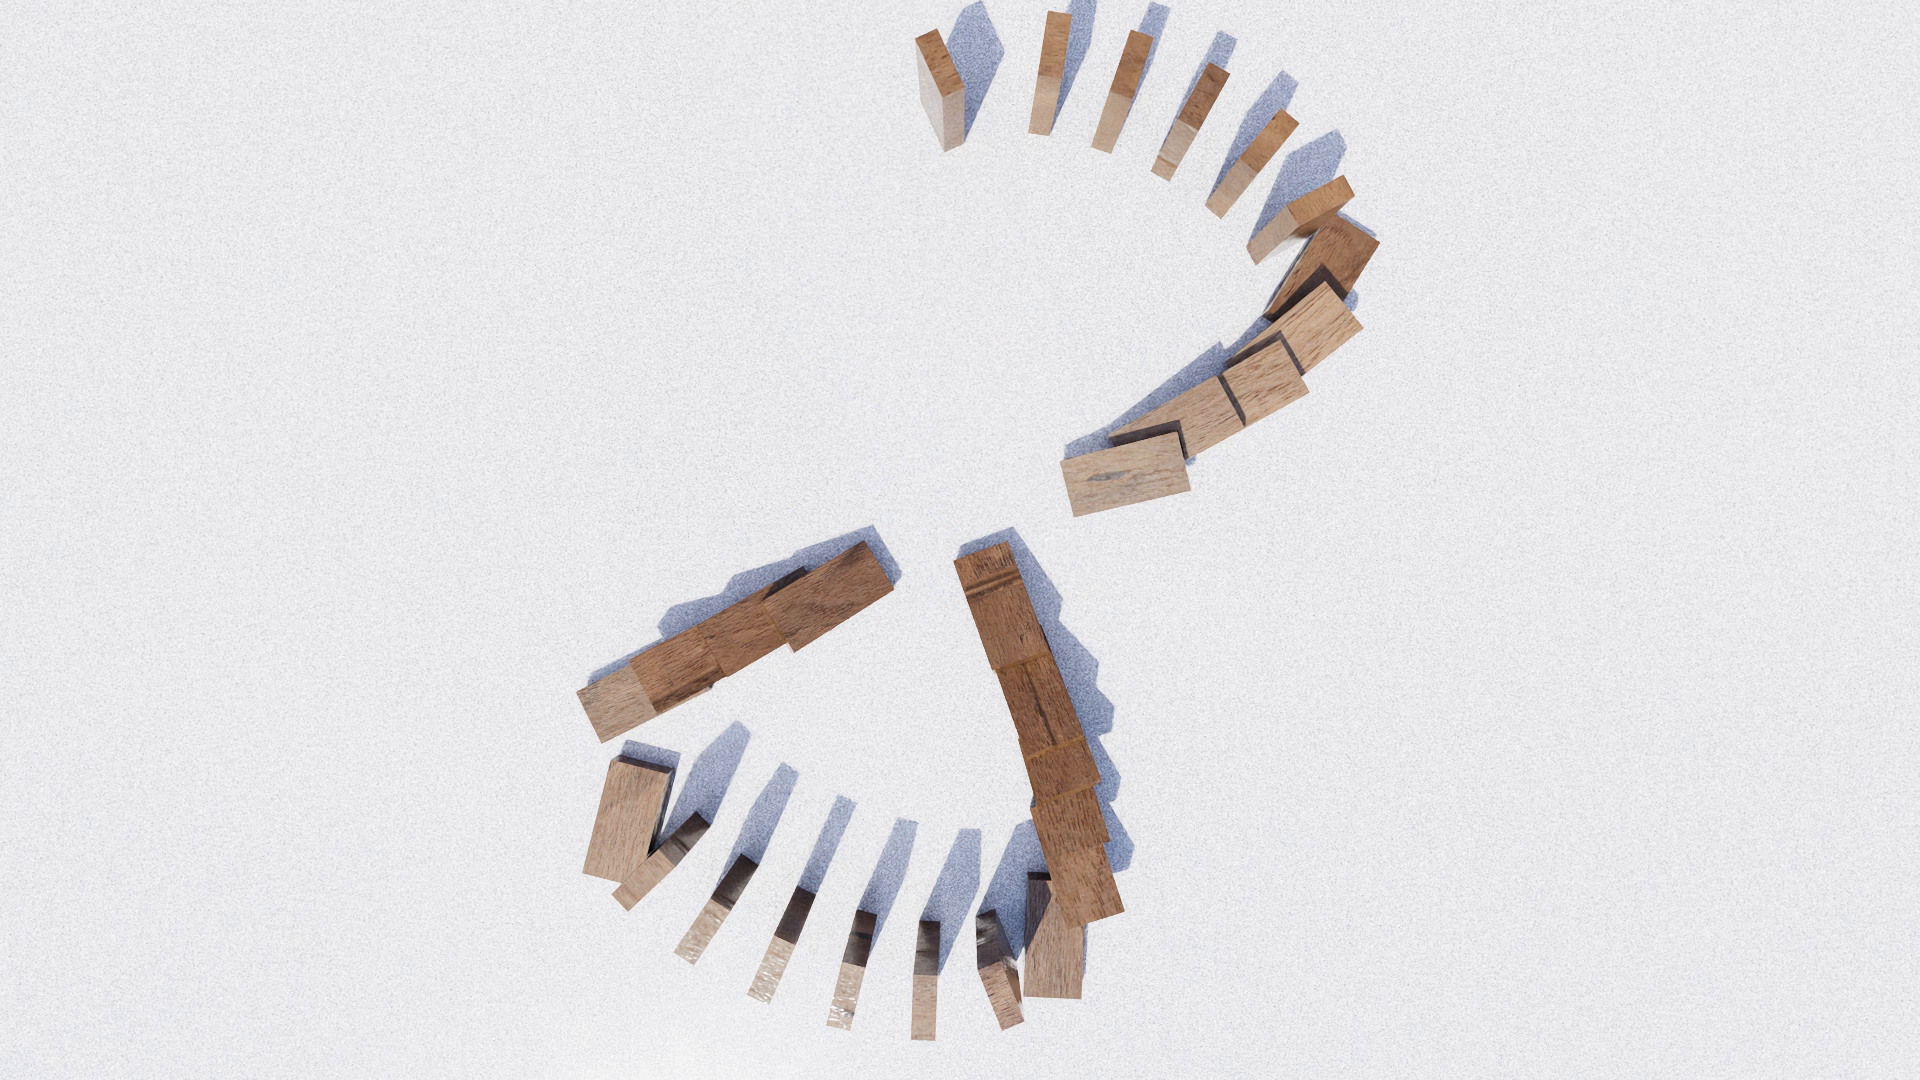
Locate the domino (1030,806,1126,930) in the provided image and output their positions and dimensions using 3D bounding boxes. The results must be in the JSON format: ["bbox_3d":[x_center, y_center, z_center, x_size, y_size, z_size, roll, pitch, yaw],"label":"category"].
[{"bbox_3d":[0.049,0.135,0.388,0.025,0.009,0.050,-17,72,0],"label":"domino"}]

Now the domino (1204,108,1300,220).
[{"bbox_3d":[0.118,-0.153,0.375,0.010,0.050,0.025,40,90,0],"label":"domino"}]

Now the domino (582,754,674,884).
[{"bbox_3d":[-0.143,0.121,0.395,0.025,0.010,0.050,14,90,0],"label":"domino"}]

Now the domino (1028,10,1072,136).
[{"bbox_3d":[0.036,-0.189,0.375,0.009,0.050,0.025,9,90,0],"label":"domino"}]

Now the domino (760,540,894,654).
[{"bbox_3d":[-0.056,0.024,0.387,0.050,0.009,0.025,-32,91,-19],"label":"domino"}]

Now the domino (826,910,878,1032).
[{"bbox_3d":[-0.044,0.174,0.375,0.009,0.050,0.025,14,90,0],"label":"domino"}]

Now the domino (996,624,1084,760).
[{"bbox_3d":[0.031,0.063,0.384,0.025,0.009,0.050,-20,65,0],"label":"domino"}]

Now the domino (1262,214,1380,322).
[{"bbox_3d":[0.155,-0.112,0.395,0.025,0.009,0.050,32,90,0],"label":"domino"}]

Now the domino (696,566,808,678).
[{"bbox_3d":[-0.082,0.034,0.388,0.050,0.010,0.025,-30,90,-19],"label":"domino"}]

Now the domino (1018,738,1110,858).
[{"bbox_3d":[0.044,0.105,0.387,0.025,0.010,0.050,-16,71,0],"label":"domino"}]

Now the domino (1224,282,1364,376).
[{"bbox_3d":[0.140,-0.082,0.387,0.050,0.009,0.025,-40,90,19],"label":"domino"}]

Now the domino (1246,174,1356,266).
[{"bbox_3d":[0.138,-0.130,0.375,0.025,0.050,0.009,-28,90,0],"label":"domino"}]

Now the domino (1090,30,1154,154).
[{"bbox_3d":[0.066,-0.182,0.375,0.010,0.050,0.025,19,90,0],"label":"domino"}]

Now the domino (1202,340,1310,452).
[{"bbox_3d":[0.118,-0.060,0.387,0.050,0.009,0.025,-30,90,19],"label":"domino"}]

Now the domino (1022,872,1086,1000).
[{"bbox_3d":[0.041,0.170,0.395,0.025,0.010,0.050,3,90,0],"label":"domino"}]

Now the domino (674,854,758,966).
[{"bbox_3d":[-0.099,0.150,0.375,0.010,0.050,0.025,34,90,0],"label":"domino"}]

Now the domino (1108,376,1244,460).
[{"bbox_3d":[0.091,-0.046,0.388,0.050,0.010,0.025,-29,90,19],"label":"domino"}]

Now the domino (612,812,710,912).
[{"bbox_3d":[-0.121,0.130,0.375,0.025,0.050,0.010,-43,90,0],"label":"domino"}]

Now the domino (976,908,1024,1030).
[{"bbox_3d":[0.016,0.174,0.375,0.010,0.050,0.025,-22,90,0],"label":"domino"}]

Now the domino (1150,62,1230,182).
[{"bbox_3d":[0.093,-0.170,0.375,0.009,0.050,0.025,29,90,0],"label":"domino"}]

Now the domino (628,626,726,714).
[{"bbox_3d":[-0.110,0.050,0.387,0.050,0.010,0.025,-28,91,-19],"label":"domino"}]

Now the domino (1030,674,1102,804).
[{"bbox_3d":[0.038,0.082,0.385,0.025,0.009,0.050,-20,65,0],"label":"domino"}]

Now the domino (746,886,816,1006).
[{"bbox_3d":[-0.072,0.164,0.375,0.009,0.050,0.025,24,90,0],"label":"domino"}]

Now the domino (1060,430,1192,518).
[{"bbox_3d":[0.070,-0.028,0.387,0.050,0.010,0.025,-13,95,18],"label":"domino"}]

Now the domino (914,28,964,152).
[{"bbox_3d":[-0.008,-0.182,0.375,0.010,0.050,0.025,-25,90,0],"label":"domino"}]

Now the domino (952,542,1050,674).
[{"bbox_3d":[0.017,0.028,0.388,0.025,0.009,0.050,-20,72,0],"label":"domino"}]

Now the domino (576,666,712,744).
[{"bbox_3d":[-0.136,0.065,0.395,0.050,0.009,0.025,-26,90,0],"label":"domino"}]

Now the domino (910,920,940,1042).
[{"bbox_3d":[-0.014,0.179,0.375,0.009,0.050,0.025,2,90,0],"label":"domino"}]
